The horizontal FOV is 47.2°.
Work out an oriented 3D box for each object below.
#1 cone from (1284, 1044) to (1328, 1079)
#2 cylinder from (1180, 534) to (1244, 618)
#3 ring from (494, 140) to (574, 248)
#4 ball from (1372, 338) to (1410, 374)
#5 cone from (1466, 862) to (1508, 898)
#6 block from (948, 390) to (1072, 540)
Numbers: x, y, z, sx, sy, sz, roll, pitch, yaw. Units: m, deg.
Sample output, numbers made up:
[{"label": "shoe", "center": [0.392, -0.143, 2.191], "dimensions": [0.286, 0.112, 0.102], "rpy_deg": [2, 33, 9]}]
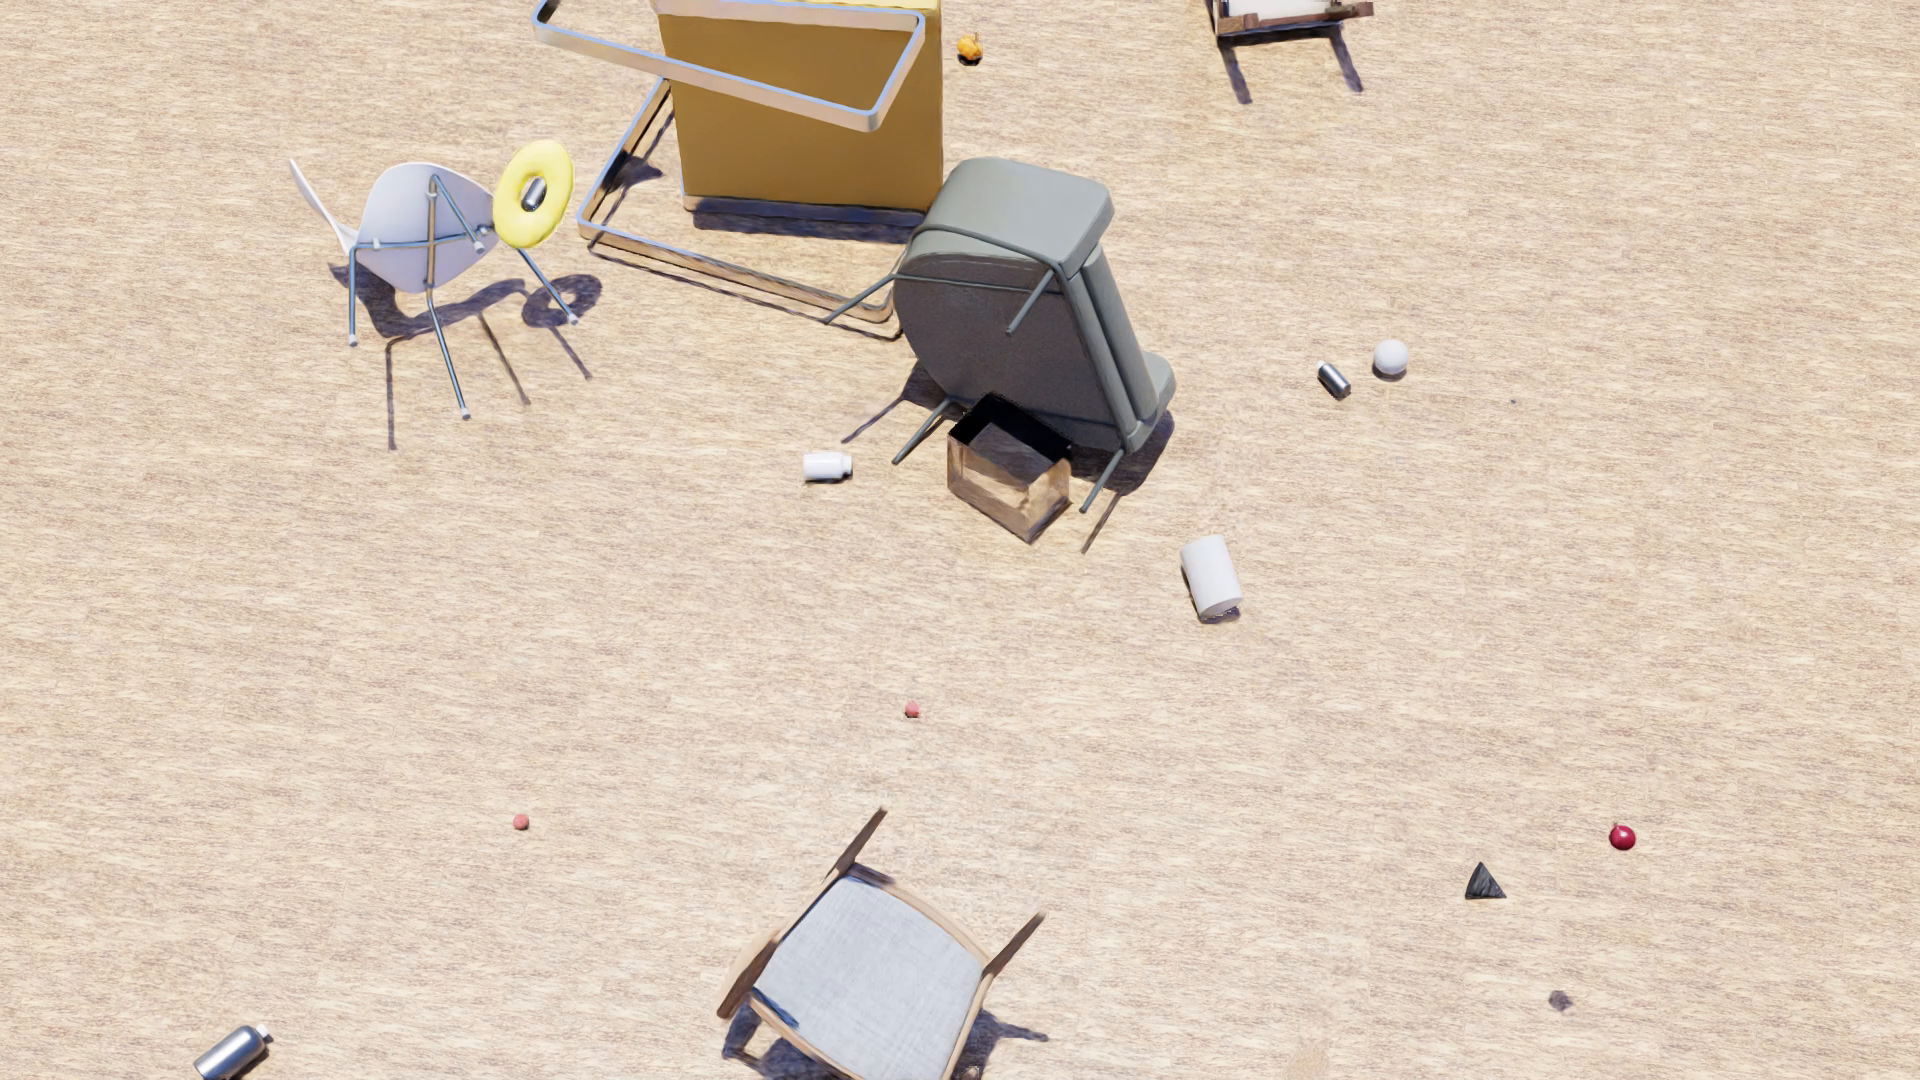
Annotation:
[{"label": "cone", "center": [0.885, 1.344, 5.631], "dimensions": [0.094, 0.095, 0.162], "rpy_deg": [30, 103, 4]}, {"label": "cylinder", "center": [0.732, 0.105, 6.408], "dimensions": [0.145, 0.094, 0.201], "rpy_deg": [-29, 65, 31]}, {"label": "ring", "center": [-1.304, -1.056, 6.721], "dimensions": [0.218, 0.060, 0.352], "rpy_deg": [25, 99, -7]}, {"label": "ball", "center": [1.351, -0.574, 6.892], "dimensions": [0.112, 0.112, 0.112], "rpy_deg": [0, 56, 0]}, {"label": "cone", "center": [1.432, 0.939, 5.926], "dimensions": [0.108, 0.061, 0.107], "rpy_deg": [31, 59, 1]}, {"label": "block", "center": [0.145, -0.220, 6.552], "dimensions": [0.305, 0.281, 0.205], "rpy_deg": [34, 63, 21]}]
